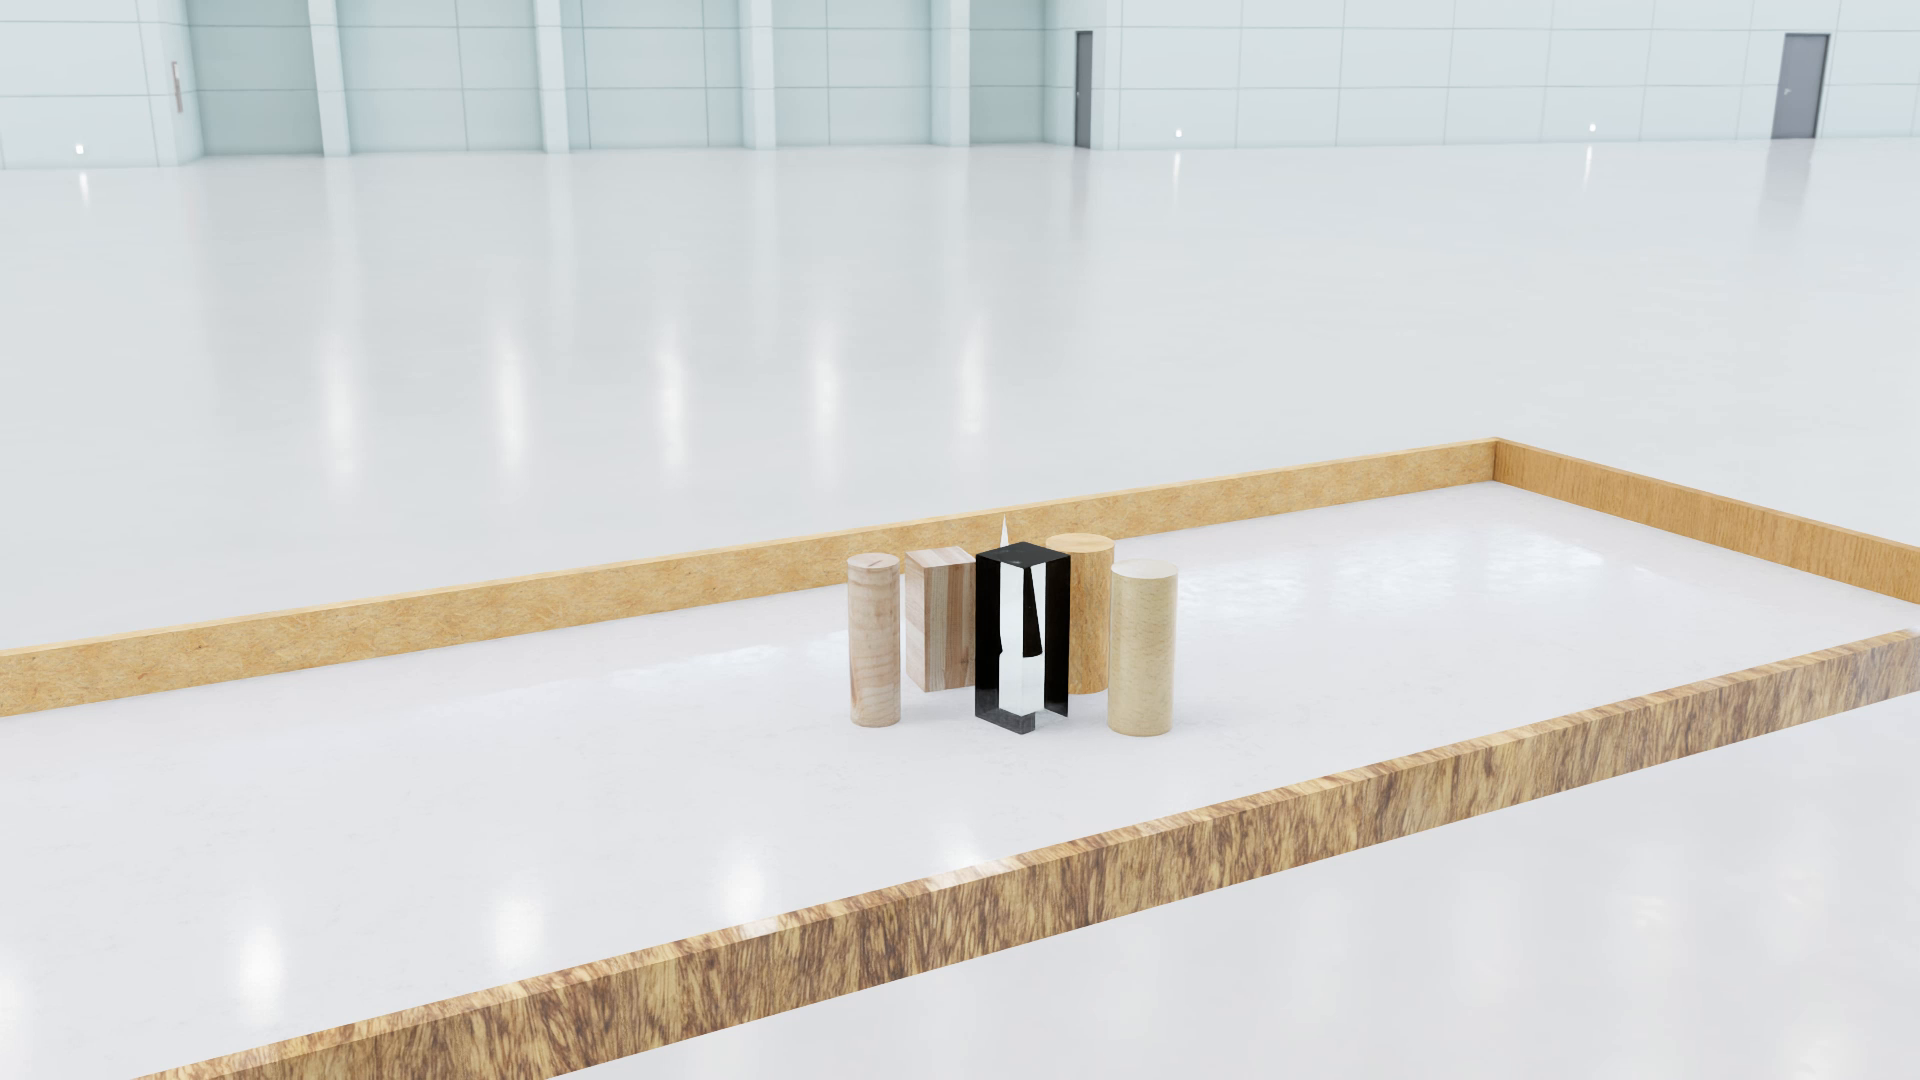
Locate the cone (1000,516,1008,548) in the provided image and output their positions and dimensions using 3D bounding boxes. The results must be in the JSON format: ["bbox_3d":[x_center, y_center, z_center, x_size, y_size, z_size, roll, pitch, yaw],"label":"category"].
[{"bbox_3d":[0.117,0.104,4.358,0.102,0.362,0.102,0,16,0],"label":"cone"}]

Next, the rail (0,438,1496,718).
[{"bbox_3d":[-3.305,0.497,3.399,12.000,0.150,0.050,-9,18,-27],"label":"rail"}]

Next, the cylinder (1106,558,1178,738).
[{"bbox_3d":[0.423,0.249,3.826,0.155,0.384,0.155,0,16,0],"label":"cylinder"}]

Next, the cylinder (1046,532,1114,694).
[{"bbox_3d":[0.294,0.181,4.090,0.170,0.365,0.170,0,16,0],"label":"cylinder"}]

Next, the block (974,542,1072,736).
[{"bbox_3d":[0.146,0.227,3.866,0.156,0.404,0.156,-15,22,-41],"label":"block"}]

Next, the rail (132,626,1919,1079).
[{"bbox_3d":[-2.336,1.006,1.665,12.000,0.150,0.050,-9,18,-27],"label":"rail"}]

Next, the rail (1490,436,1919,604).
[{"bbox_3d":[2.466,-0.048,5.253,0.050,0.150,2.100,-9,18,-27],"label":"rail"}]

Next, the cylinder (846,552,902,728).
[{"bbox_3d":[-0.200,0.235,3.862,0.122,0.391,0.122,0,16,0],"label":"cylinder"}]

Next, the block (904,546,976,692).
[{"bbox_3d":[-0.046,0.196,4.114,0.142,0.323,0.142,-6,17,-20],"label":"block"}]
